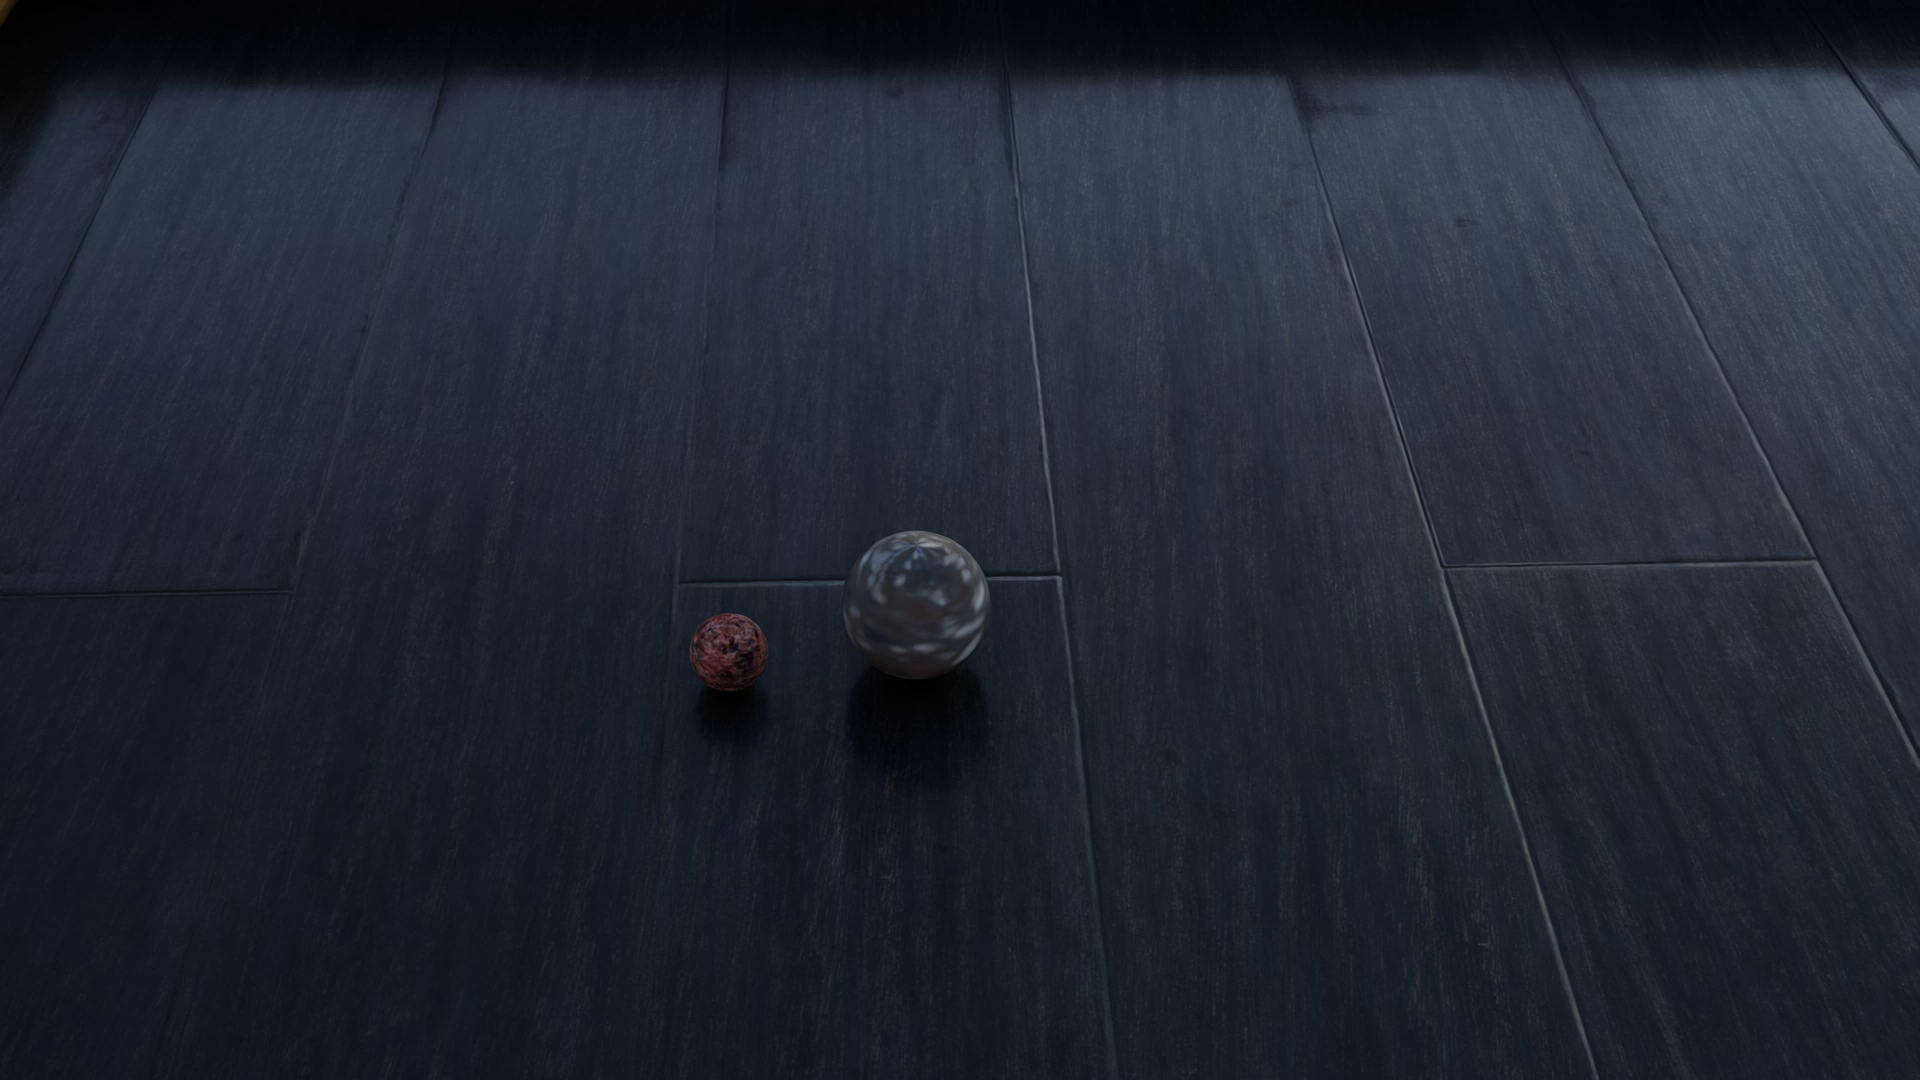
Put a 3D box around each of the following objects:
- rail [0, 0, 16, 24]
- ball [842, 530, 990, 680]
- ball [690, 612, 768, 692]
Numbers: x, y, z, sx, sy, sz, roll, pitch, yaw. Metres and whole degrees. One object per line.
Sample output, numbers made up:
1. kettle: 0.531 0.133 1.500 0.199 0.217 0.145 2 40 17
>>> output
1. rail: -0.831 -0.004 1.614 0.045 0.120 1.988 -1 36 -2
2. ball: -0.027 0.040 1.579 0.092 0.092 0.092 0 36 0
3. ball: -0.142 0.069 1.576 0.049 0.049 0.049 0 36 0
